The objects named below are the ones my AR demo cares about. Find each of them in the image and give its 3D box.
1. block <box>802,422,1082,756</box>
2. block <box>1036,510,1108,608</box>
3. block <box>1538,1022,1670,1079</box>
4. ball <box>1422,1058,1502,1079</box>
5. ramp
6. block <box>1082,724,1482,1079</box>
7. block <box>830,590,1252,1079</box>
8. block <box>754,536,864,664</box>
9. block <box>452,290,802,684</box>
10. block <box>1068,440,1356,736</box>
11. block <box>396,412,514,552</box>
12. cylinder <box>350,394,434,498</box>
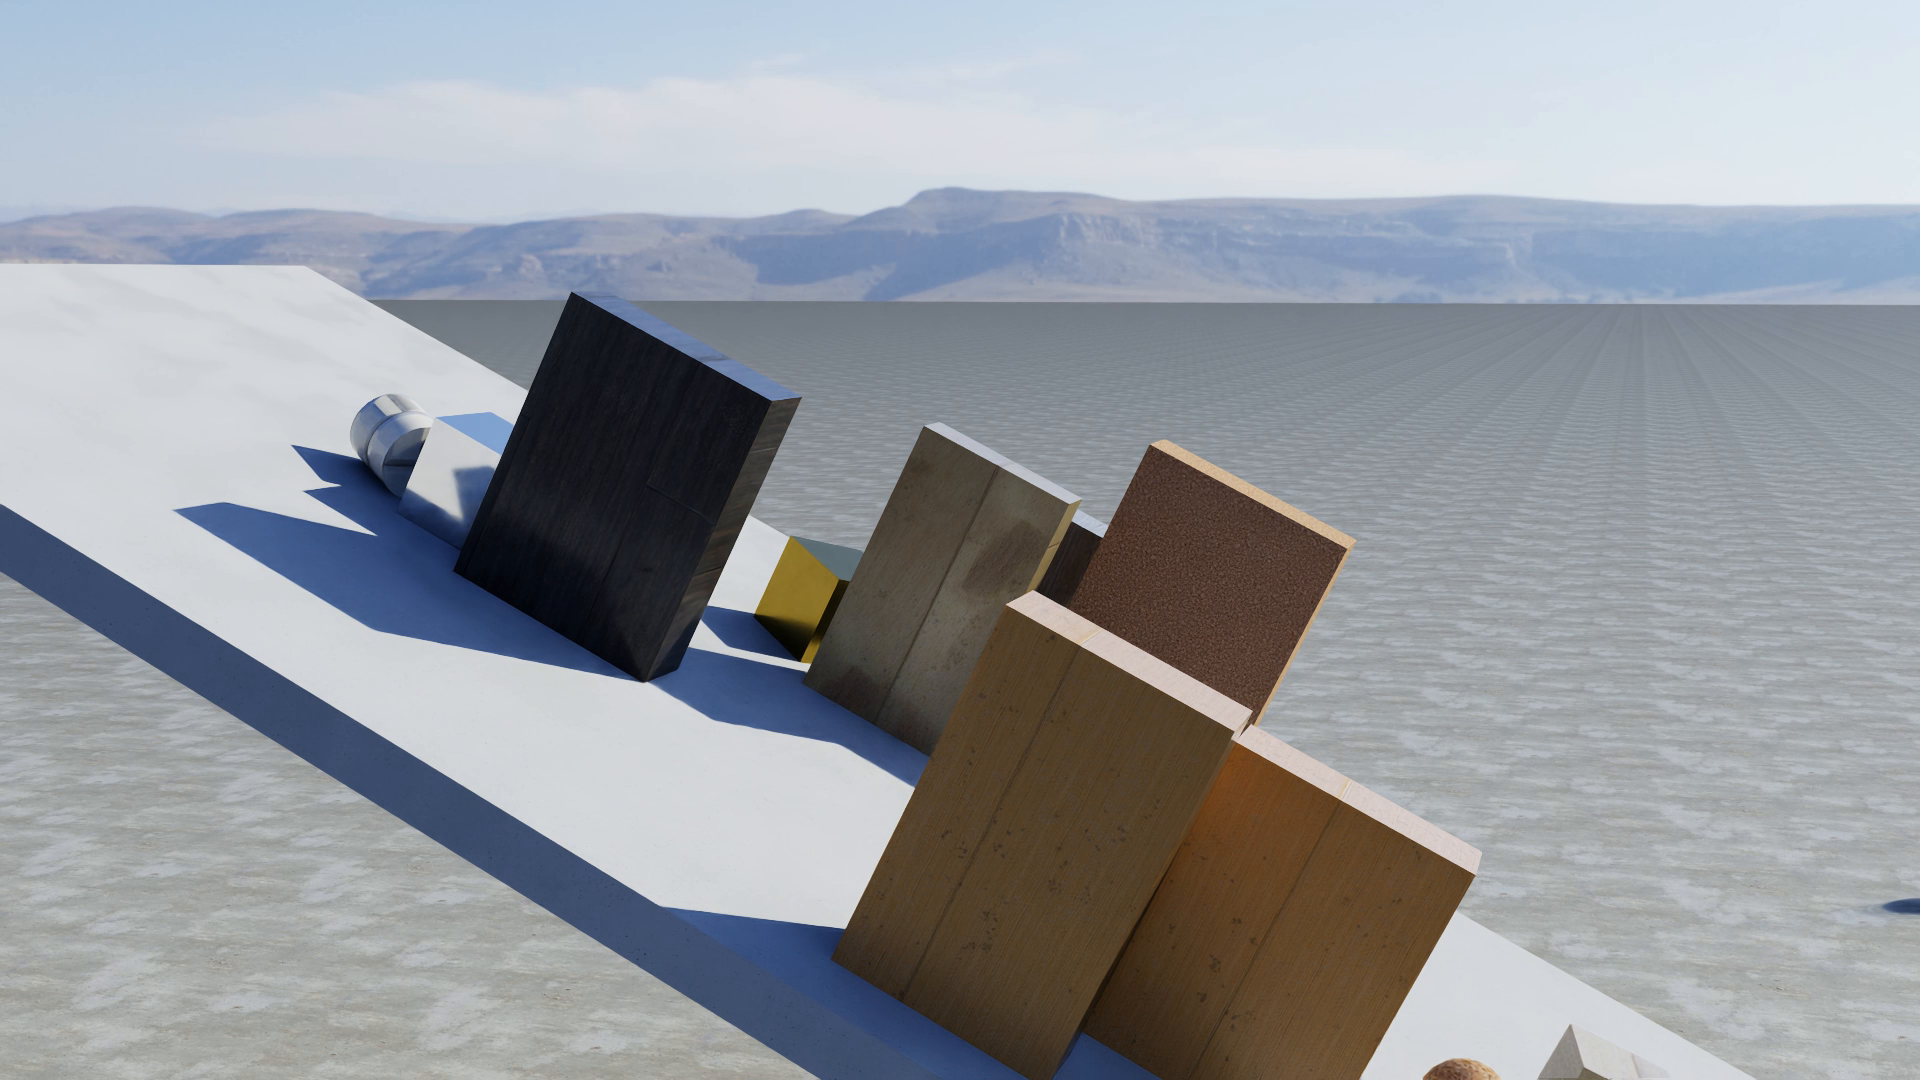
[{"bbox_3d":[-0.038,0.101,4.265,0.319,0.571,0.102,29,14,12],"label":"block"},{"bbox_3d":[0.126,0.126,4.745,0.267,0.440,0.137,29,14,12],"label":"block"},{"bbox_3d":[1.112,0.997,3.821,0.189,0.189,0.189,27,14,3],"label":"block"},{"bbox_3d":[0.827,0.932,3.609,0.159,0.159,0.159,0,7,0],"label":"ball"},{"bbox_3d":[-0.245,0.413,4.160,4.000,0.100,2.000,29,14,12],"label":"ramp"},{"bbox_3d":[0.492,0.620,3.384,0.398,0.529,0.136,29,14,12],"label":"block"},{"bbox_3d":[0.116,0.435,3.225,0.368,0.608,0.149,29,14,12],"label":"block"},{"bbox_3d":[-0.266,0.134,4.536,0.192,0.192,0.192,13,19,-43],"label":"block"},{"bbox_3d":[-0.607,-0.100,3.992,0.425,0.570,0.145,29,14,12],"label":"block"},{"bbox_3d":[0.440,0.208,4.473,0.440,0.692,0.147,29,14,12],"label":"block"},{"bbox_3d":[-0.912,-0.104,4.233,0.205,0.205,0.205,29,14,13],"label":"block"},{"bbox_3d":[-1.091,-0.184,4.312,0.156,0.156,0.156,-6,31,-39],"label":"cylinder"}]
